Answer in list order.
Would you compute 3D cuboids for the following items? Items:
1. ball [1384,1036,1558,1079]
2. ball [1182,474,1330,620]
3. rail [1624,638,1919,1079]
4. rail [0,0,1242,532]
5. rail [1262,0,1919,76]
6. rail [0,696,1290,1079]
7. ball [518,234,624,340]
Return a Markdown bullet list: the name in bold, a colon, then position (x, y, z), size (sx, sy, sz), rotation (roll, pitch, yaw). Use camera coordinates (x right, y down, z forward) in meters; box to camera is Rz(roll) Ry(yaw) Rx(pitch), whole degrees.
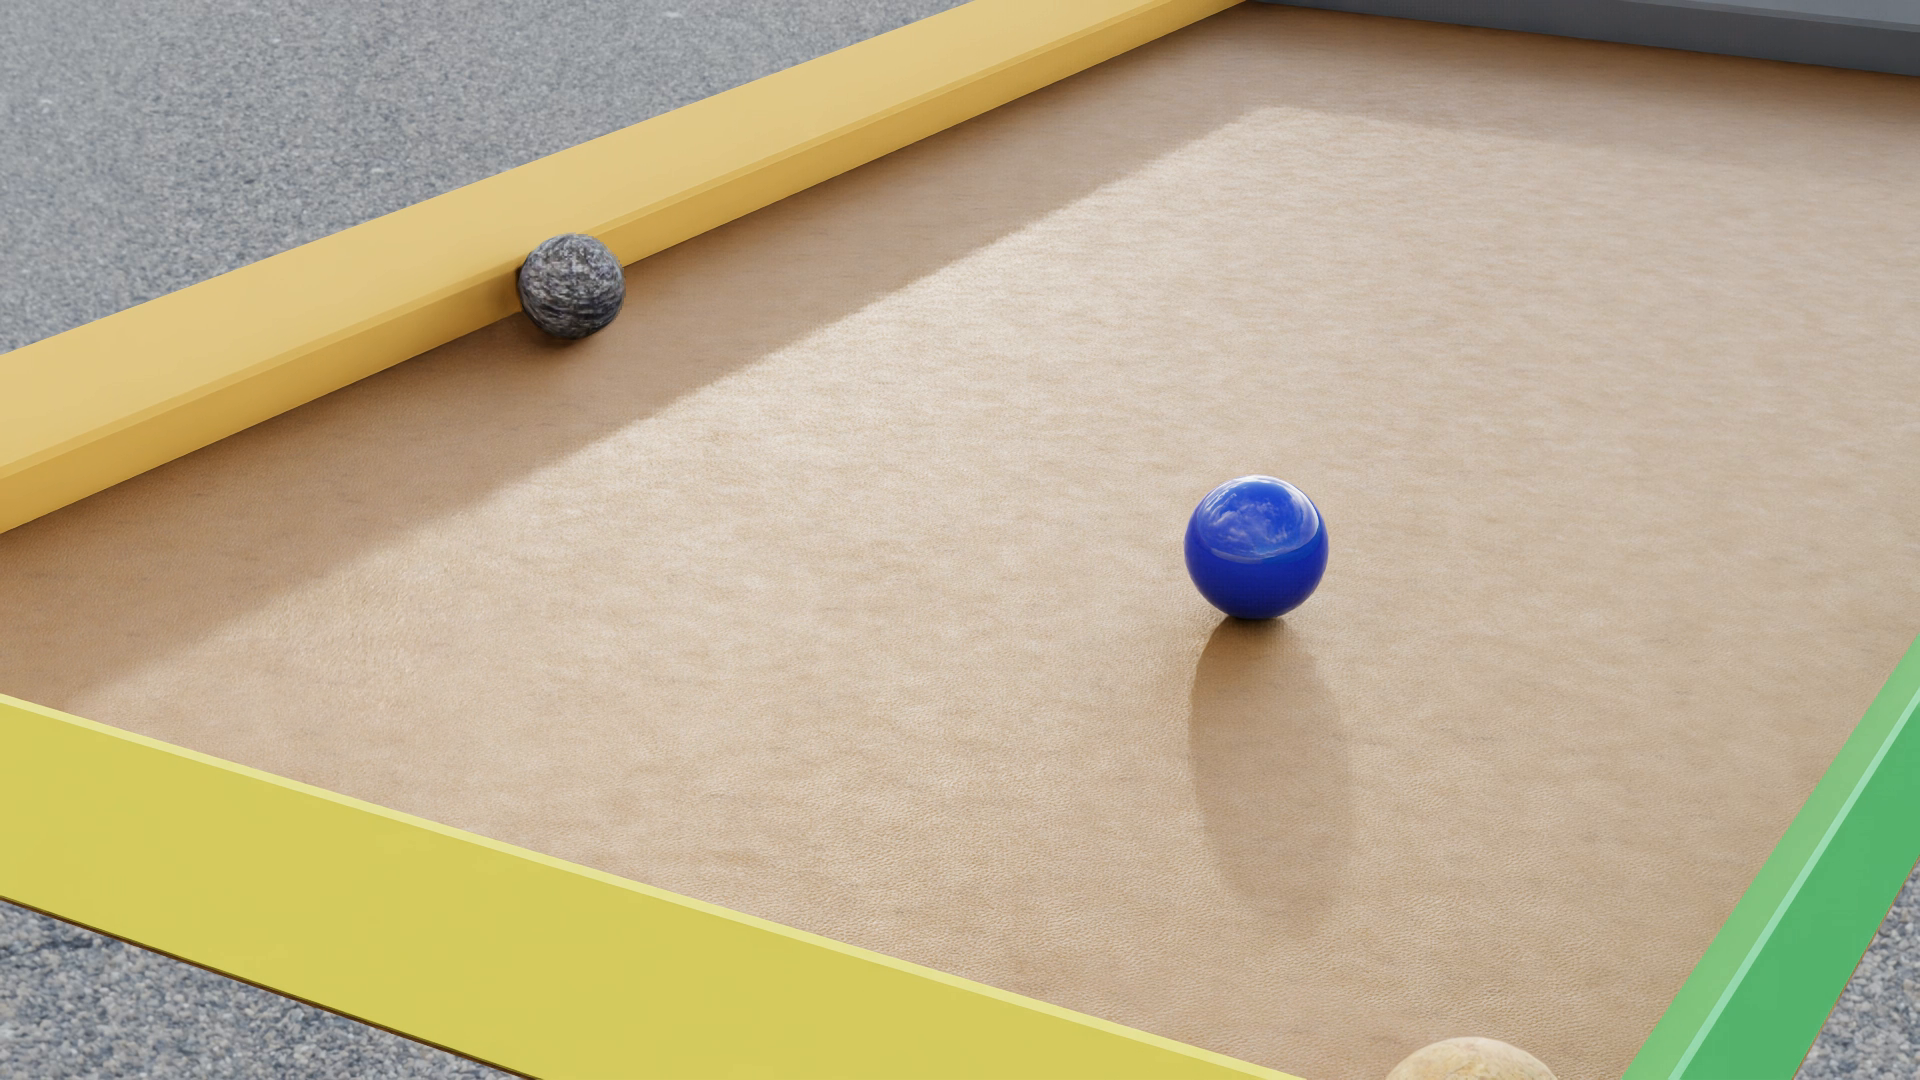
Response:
- **ball**: position (0.233, 0.276, 1.334), size (0.100, 0.100, 0.100), rotation (0, 22, 0)
- **ball**: position (0.201, 0.005, 1.999), size (0.099, 0.099, 0.099), rotation (0, 22, 0)
- **rail**: position (0.880, -0.111, 2.241), size (0.045, 0.129, 2.569), rotation (12, 25, 27)
- **rail**: position (-0.240, -0.353, 2.836), size (0.045, 0.129, 2.569), rotation (12, 25, 27)
- **rail**: position (0.947, -0.644, 3.551), size (1.339, 0.129, 0.045), rotation (12, 25, 27)
- **rail**: position (-0.308, 0.180, 1.526), size (1.339, 0.129, 0.045), rotation (12, 25, 27)
- **ball**: position (-0.339, -0.221, 2.564), size (0.091, 0.091, 0.091), rotation (0, 22, 0)
